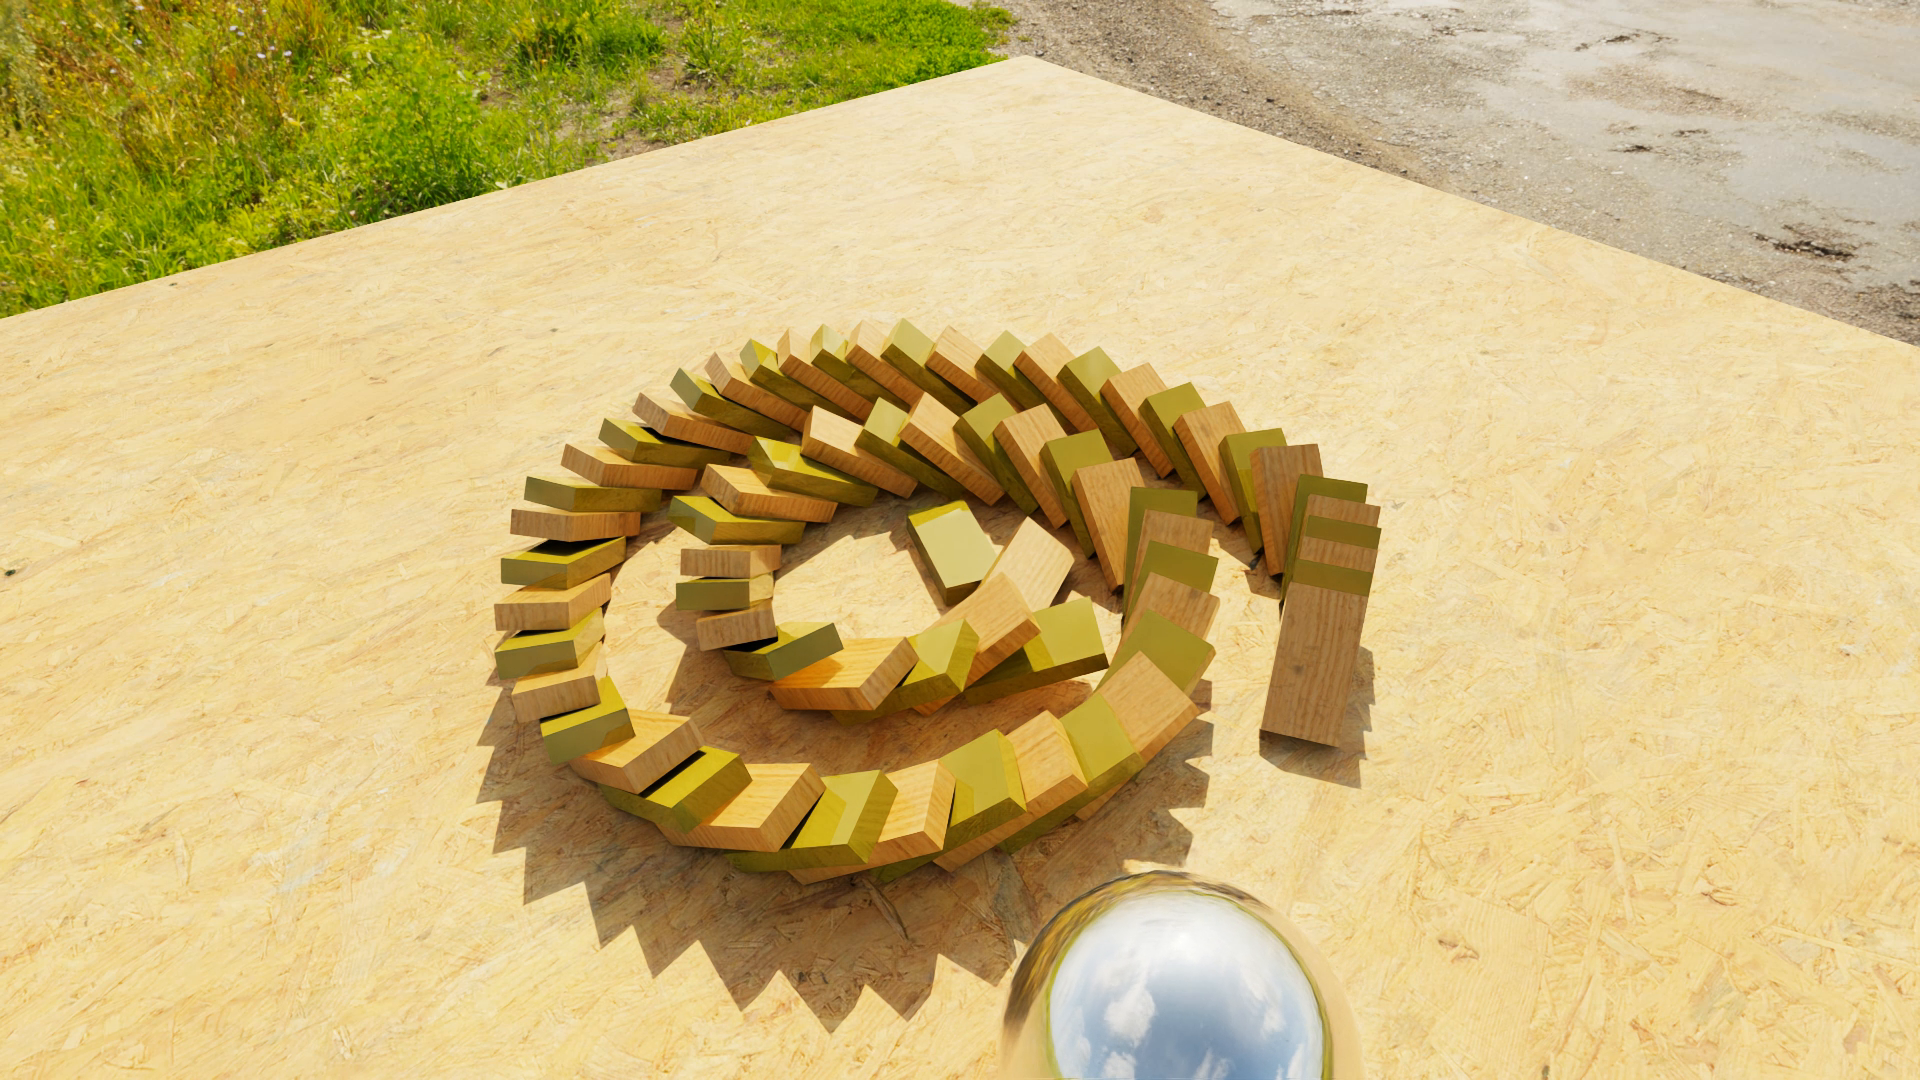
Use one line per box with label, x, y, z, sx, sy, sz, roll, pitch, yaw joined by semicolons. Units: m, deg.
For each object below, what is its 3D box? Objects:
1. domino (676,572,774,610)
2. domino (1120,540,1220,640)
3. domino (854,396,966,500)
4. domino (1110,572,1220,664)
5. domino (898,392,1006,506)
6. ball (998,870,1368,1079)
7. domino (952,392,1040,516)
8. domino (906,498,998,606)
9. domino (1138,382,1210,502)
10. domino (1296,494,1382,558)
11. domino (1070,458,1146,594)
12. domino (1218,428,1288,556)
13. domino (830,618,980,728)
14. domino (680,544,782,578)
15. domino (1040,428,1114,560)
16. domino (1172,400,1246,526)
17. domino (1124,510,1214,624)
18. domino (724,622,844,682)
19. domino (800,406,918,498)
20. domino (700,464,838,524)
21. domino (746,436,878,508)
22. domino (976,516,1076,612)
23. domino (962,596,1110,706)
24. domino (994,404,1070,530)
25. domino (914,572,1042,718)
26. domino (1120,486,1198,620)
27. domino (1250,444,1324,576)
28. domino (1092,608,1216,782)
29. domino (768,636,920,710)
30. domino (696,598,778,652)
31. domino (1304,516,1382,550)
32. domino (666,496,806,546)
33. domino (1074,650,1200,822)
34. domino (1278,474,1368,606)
domino;-0.084;0.018;0.399;0.025;0.009;0.050;-1;3;0
domino;0.072;0.028;0.388;0.025;0.010;0.050;15;77;15
domino;-0.018;-0.039;0.473;0.050;0.010;0.025;30;40;-10
domino;0.067;0.039;0.374;0.025;0.009;0.050;21;78;21
domino;-0.001;-0.039;0.469;0.050;0.009;0.025;36;38;-12
ball;0.049;0.116;0.247;0.080;0.080;0.080;0;39;0
domino;0.023;-0.037;0.468;0.025;0.010;0.050;-35;83;-37
domino;-0.002;0.004;0.438;0.025;0.009;0.050;-13;41;-15
domino;0.102;-0.043;0.478;0.025;0.010;0.050;-21;72;-24
domino;0.136;0.010;0.404;0.025;0.050;0.009;11;-2;14
domino;0.064;-0.006;0.433;0.025;0.010;0.050;-12;70;-14
domino;0.126;-0.020;0.450;0.025;0.010;0.050;-9;69;-10
domino;-0.019;0.045;0.368;0.050;0.010;0.025;-21;30;31
domino;-0.085;0.007;0.413;0.025;0.009;0.050;2;3;3
domino;0.054;-0.019;0.448;0.025;0.010;0.050;-16;72;-21
domino;0.113;-0.033;0.465;0.025;0.009;0.050;-17;72;-21
domino;0.076;0.016;0.402;0.025;0.009;0.050;11;76;9
domino;-0.061;0.037;0.375;0.025;0.010;0.050;-24;8;-27
domino;-0.042;-0.038;0.470;0.050;0.009;0.025;23;33;-19
domino;-0.077;-0.019;0.446;0.050;0.010;0.025;5;24;-48
domino;-0.061;-0.028;0.459;0.050;0.009;0.025;11;28;-39
domino;0.024;0.016;0.415;0.025;0.009;0.050;39;45;-4
domino;0.024;0.039;0.383;0.050;0.010;0.025;-16;47;7
domino;0.038;-0.031;0.460;0.025;0.010;0.050;-24;76;-33
domino;0.002;0.036;0.379;0.050;0.009;0.025;-38;42;10
domino;0.075;0.006;0.414;0.025;0.009;0.050;5;76;6
domino;0.132;-0.012;0.434;0.025;0.009;0.050;-5;79;-8
domino;0.059;0.050;0.360;0.025;0.009;0.050;31;82;29
domino;-0.039;0.045;0.368;0.050;0.009;0.025;-8;30;46
domino;-0.078;0.029;0.385;0.025;0.010;0.050;-10;3;-10
domino;0.133;0.018;0.395;0.025;0.050;0.010;12;-2;14
domino;-0.087;-0.008;0.433;0.025;0.010;0.050;28;15;29
domino;0.048;0.062;0.347;0.050;0.010;0.025;-43;53;0
domino;0.138;0.002;0.419;0.025;0.009;0.050;10;77;12
